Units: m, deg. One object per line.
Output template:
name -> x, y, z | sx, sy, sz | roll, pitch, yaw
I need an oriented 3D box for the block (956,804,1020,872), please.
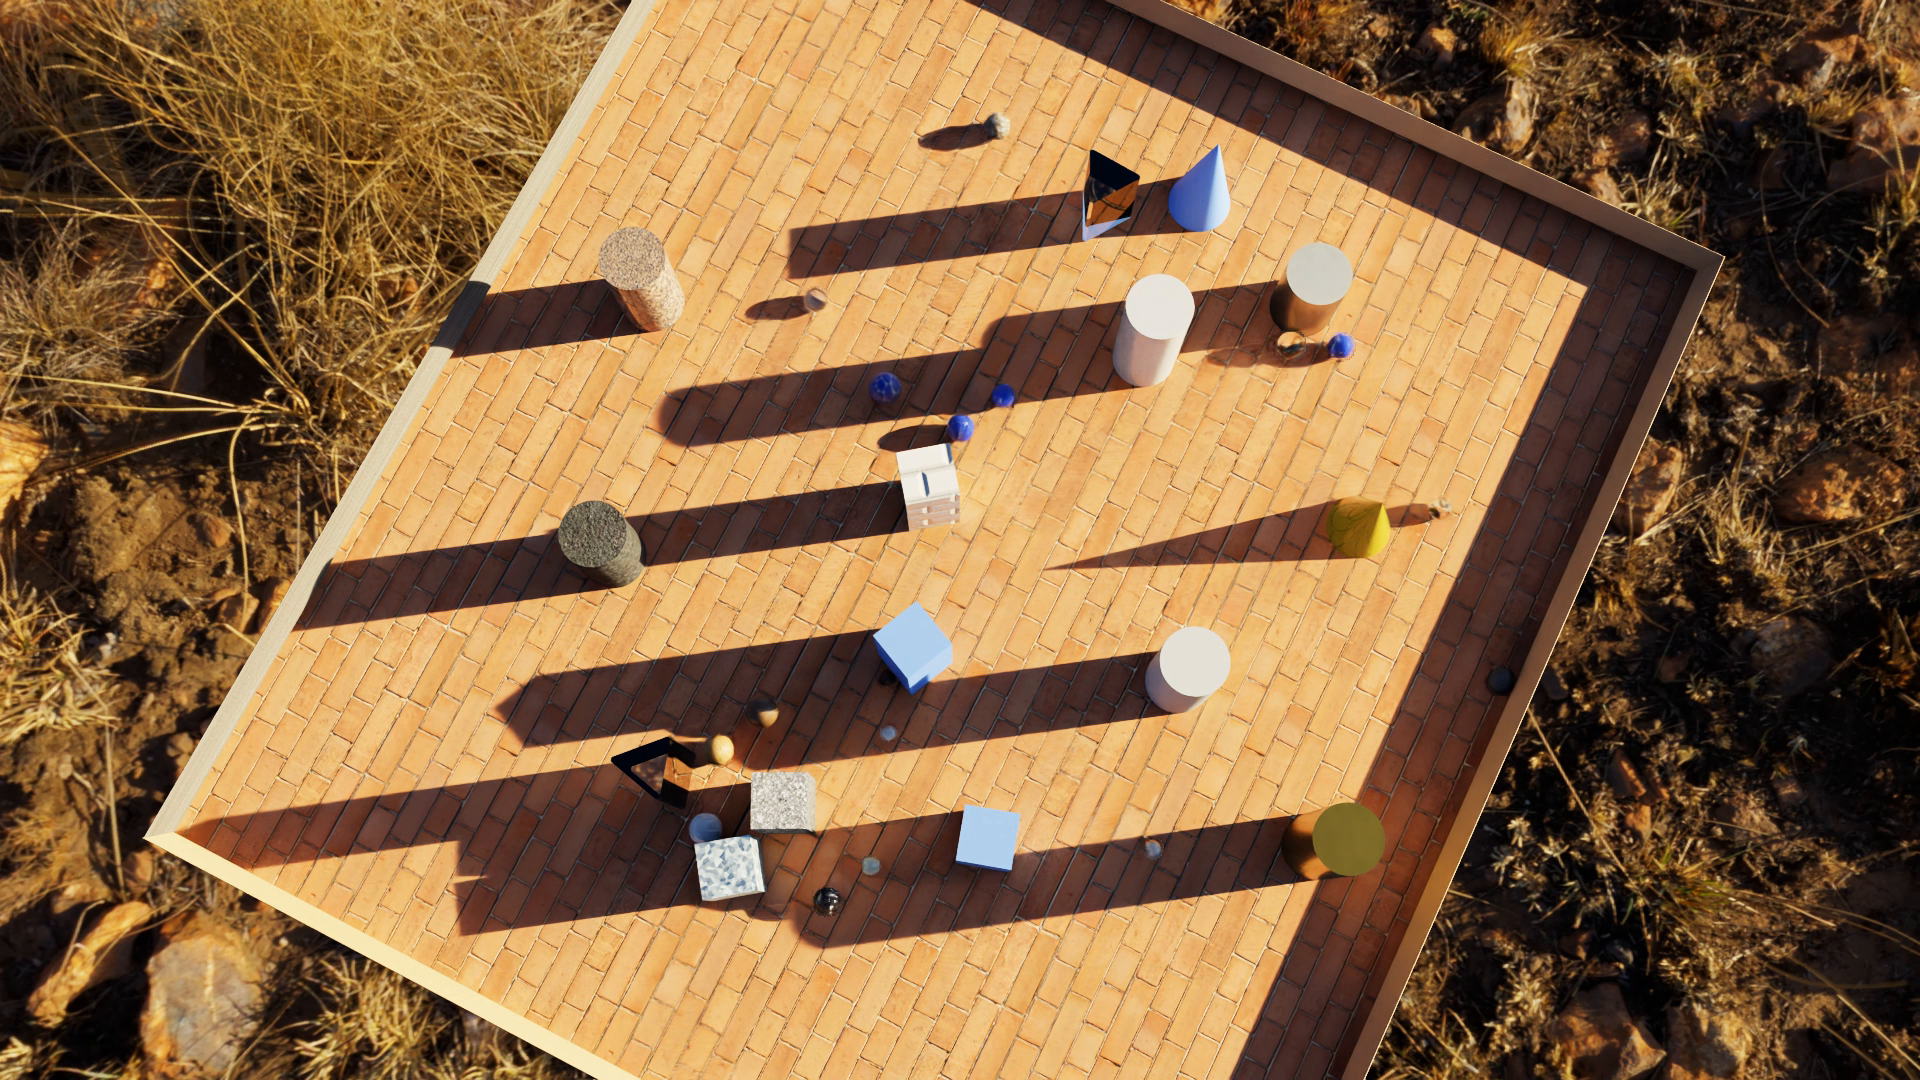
block -> 0.079, 0.864, 5.294 | 0.158, 0.281, 0.158 | 9, 78, 2

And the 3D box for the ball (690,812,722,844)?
ball -> -0.747, 0.851, 5.390 | 0.098, 0.098, 0.098 | 0, 78, 0

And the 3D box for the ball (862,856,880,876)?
ball -> -0.260, 0.959, 5.391 | 0.053, 0.053, 0.053 | 0, 78, 0

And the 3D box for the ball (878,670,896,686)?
ball -> -0.219, 0.415, 5.505 | 0.050, 0.050, 0.050 | 0, 78, 0

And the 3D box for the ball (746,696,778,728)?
ball -> -0.588, 0.513, 5.461 | 0.097, 0.097, 0.097 | 0, 78, 0

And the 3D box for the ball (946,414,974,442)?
ball -> 0.002, -0.342, 5.644 | 0.086, 0.086, 0.086 | 0, 78, 0

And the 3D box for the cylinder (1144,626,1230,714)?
cylinder -> 0.656, 0.382, 5.321 | 0.197, 0.423, 0.197 | 0, 78, 0

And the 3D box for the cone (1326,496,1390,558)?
cone -> 1.222, -0.074, 5.462 | 0.197, 0.333, 0.197 | 0, 78, 0

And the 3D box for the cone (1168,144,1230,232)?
cone -> 0.762, -1.121, 5.616 | 0.197, 0.456, 0.197 | 0, 78, 0

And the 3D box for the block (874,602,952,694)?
block -> -0.134, 0.320, 5.351 | 0.158, 0.391, 0.158 | -38, 81, -7

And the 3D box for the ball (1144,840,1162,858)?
ball -> 0.568, 0.910, 5.403 | 0.050, 0.050, 0.050 | 0, 78, 0

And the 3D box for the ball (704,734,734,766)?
ball -> -0.717, 0.623, 5.441 | 0.091, 0.091, 0.091 | 0, 78, 0

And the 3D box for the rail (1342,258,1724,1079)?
rail -> 1.517, 0.749, 5.395 | 0.045, 0.128, 3.707 | 26, 80, 5

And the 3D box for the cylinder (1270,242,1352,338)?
cylinder -> 1.073, -0.764, 5.618 | 0.197, 0.307, 0.197 | 0, 78, 0

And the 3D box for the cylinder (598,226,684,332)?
cylinder -> -0.966, -0.789, 5.580 | 0.197, 0.391, 0.197 | 0, 78, 0

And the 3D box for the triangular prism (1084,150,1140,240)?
triangular prism -> 0.433, -1.085, 5.680 | 0.171, 0.316, 0.148 | -29, 80, -6

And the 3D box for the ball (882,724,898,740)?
ball -> -0.210, 0.575, 5.475 | 0.045, 0.045, 0.045 | 0, 78, 0

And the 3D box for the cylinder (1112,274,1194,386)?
cylinder -> 0.575, -0.622, 5.501 | 0.197, 0.479, 0.197 | 0, 78, 0

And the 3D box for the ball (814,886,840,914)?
ball -> -0.388, 1.055, 5.357 | 0.080, 0.080, 0.080 | 0, 78, 0

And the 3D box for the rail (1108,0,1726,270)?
rail -> 0.818, -1.596, 5.880 | 3.439, 0.128, 0.045 | 26, 80, 5

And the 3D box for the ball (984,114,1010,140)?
ball -> 0.118, -1.317, 5.846 | 0.085, 0.085, 0.085 | 0, 78, 0

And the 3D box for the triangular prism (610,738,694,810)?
triangular prism -> -0.841, 0.644, 5.239 | 0.171, 0.479, 0.148 | 39, 81, 7

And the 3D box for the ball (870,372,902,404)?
ball -> -0.229, -0.467, 5.663 | 0.099, 0.099, 0.099 | 0, 78, 0

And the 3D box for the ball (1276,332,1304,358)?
ball -> 1.027, -0.607, 5.699 | 0.084, 0.084, 0.084 | 0, 78, 0

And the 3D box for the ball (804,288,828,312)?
ball -> -0.451, -0.750, 5.734 | 0.075, 0.075, 0.075 | 0, 78, 0

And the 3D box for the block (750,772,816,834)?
block -> -0.509, 0.763, 5.303 | 0.158, 0.304, 0.158 | 0, 78, 0

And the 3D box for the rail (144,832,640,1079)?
rail -> -0.818, 1.609, 5.217 | 3.439, 0.128, 0.045 | 26, 80, 5

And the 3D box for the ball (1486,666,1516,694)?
ball -> 1.620, 0.421, 5.486 | 0.084, 0.084, 0.084 | 0, 78, 0

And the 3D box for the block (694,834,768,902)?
block -> -0.660, 0.949, 5.292 | 0.158, 0.251, 0.158 | -10, 78, -2

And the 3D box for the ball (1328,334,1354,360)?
ball -> 1.183, -0.602, 5.701 | 0.079, 0.079, 0.079 | 0, 78, 0

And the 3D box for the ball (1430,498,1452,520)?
ball -> 1.470, -0.094, 5.601 | 0.068, 0.068, 0.068 | 0, 78, 0

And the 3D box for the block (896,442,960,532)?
block -> -0.092, -0.154, 5.461 | 0.158, 0.367, 0.158 | -11, 79, -2

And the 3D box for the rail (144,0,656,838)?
rail -> -1.517, -0.736, 5.702 | 0.045, 0.128, 3.707 | 26, 80, 5

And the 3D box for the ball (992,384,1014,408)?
ball -> 0.134, -0.446, 5.672 | 0.073, 0.073, 0.073 | 0, 78, 0

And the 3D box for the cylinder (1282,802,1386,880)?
cylinder -> 1.051, 0.857, 5.189 | 0.197, 0.489, 0.197 | 0, 78, 0

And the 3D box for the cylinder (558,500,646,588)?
cylinder -> -1.057, 0.016, 5.439 | 0.197, 0.341, 0.197 | 0, 78, 0
